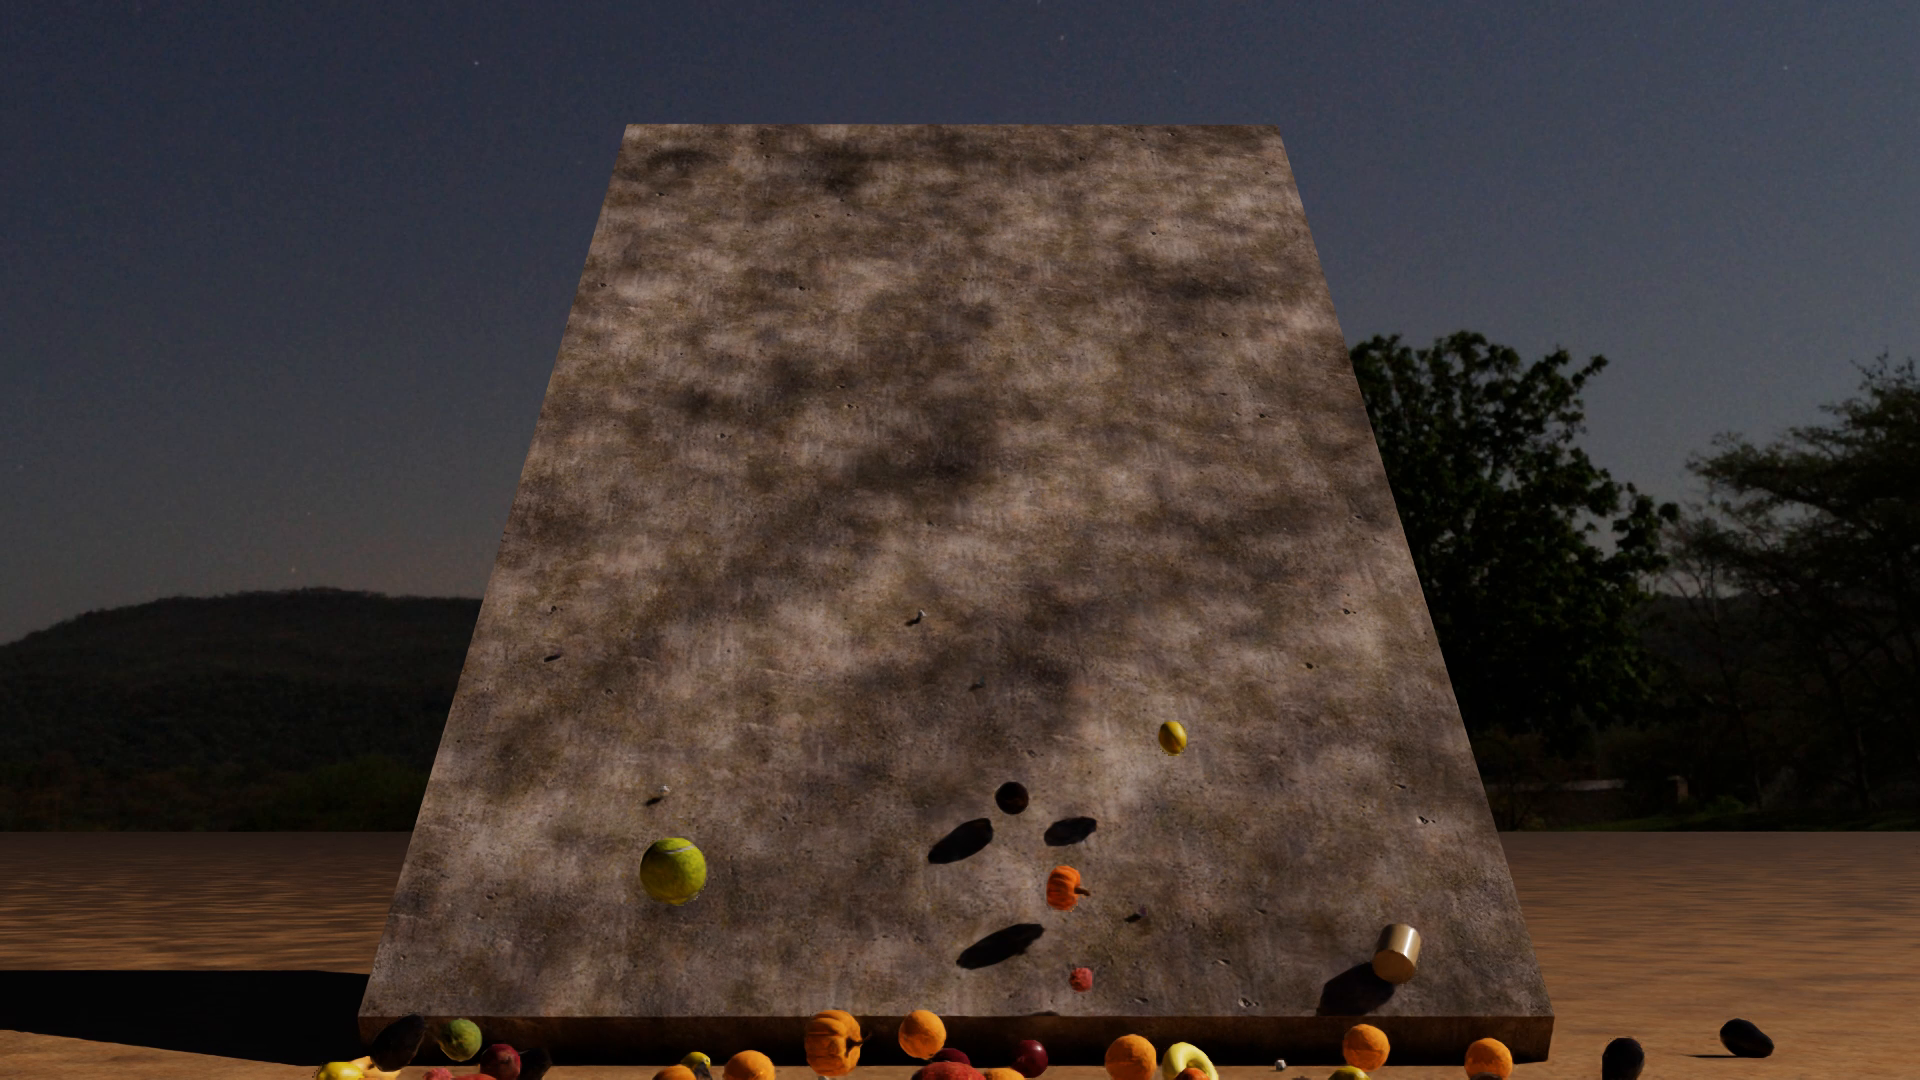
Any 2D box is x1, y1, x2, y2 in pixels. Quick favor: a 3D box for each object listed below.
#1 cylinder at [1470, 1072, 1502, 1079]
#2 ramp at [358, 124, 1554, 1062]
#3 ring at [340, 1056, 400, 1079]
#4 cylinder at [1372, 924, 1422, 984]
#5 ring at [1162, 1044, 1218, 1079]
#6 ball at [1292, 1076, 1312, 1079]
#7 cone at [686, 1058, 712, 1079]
[{"bbox_3d":[0.723,0.761,3.337,0.057,0.057,0.057,-1,-5,11],"label":"cylinder"},{"bbox_3d":[-0.014,-0.198,5.801,2.000,0.100,4.000,0,31,0],"label":"ramp"},{"bbox_3d":[-0.899,0.811,3.710,0.088,0.029,0.088,-4,9,1],"label":"ring"},{"bbox_3d":[0.744,0.703,4.144,0.072,0.072,0.072,-3,29,24],"label":"cylinder"},{"bbox_3d":[0.312,0.725,3.286,0.033,0.098,0.098,-40,-29,30],"label":"ring"},{"bbox_3d":[0.463,0.755,3.289,0.058,0.058,0.058,0,-7,0],"label":"ball"},{"bbox_3d":[-0.396,0.807,3.612,0.056,0.056,0.056,-23,-3,-9],"label":"cone"}]
